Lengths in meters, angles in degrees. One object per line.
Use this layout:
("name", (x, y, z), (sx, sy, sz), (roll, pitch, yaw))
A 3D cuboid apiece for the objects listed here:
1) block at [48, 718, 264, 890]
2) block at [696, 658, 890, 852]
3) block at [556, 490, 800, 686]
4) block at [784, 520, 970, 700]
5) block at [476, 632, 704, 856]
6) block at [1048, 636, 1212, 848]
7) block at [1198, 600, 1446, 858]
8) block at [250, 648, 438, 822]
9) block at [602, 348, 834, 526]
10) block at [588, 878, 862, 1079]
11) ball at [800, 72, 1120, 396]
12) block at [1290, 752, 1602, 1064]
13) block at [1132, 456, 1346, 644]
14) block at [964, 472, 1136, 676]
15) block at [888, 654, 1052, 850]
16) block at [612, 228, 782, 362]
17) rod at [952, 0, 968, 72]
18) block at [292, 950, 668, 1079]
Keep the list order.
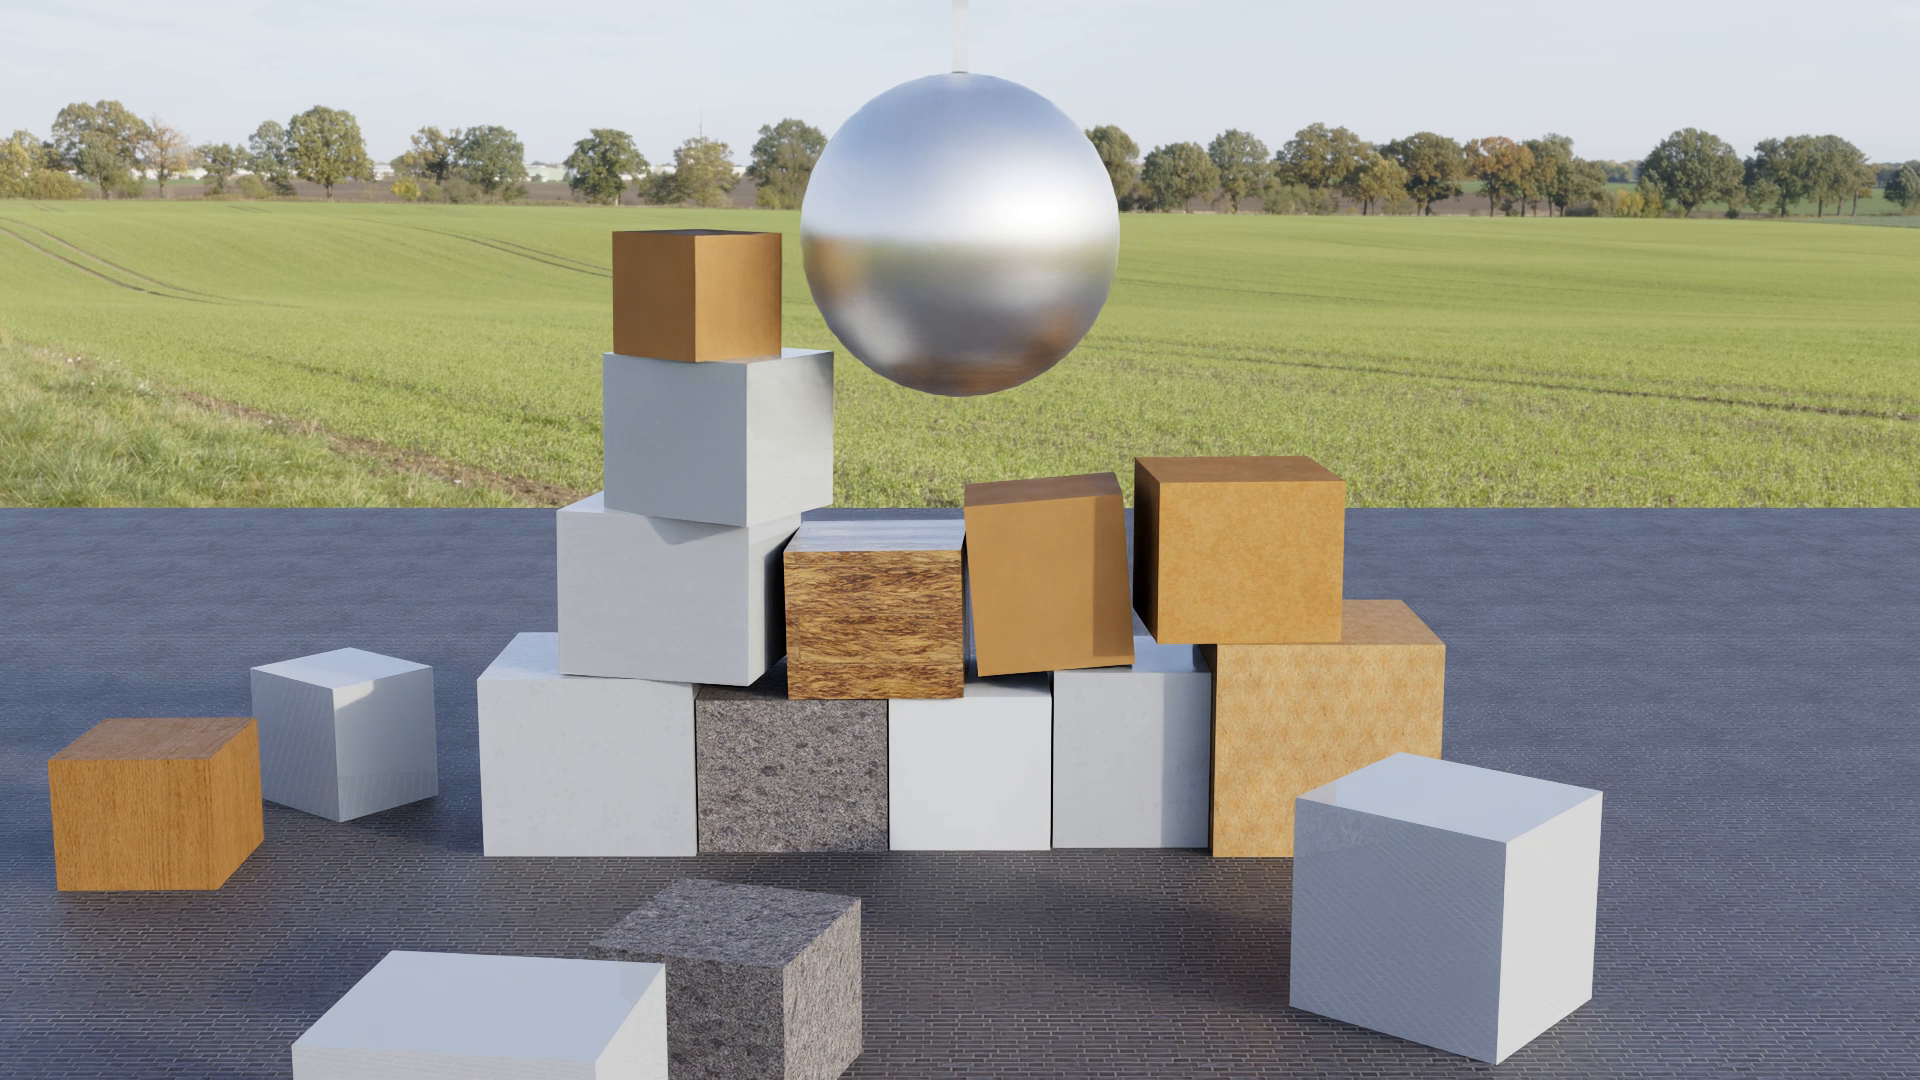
("block", (-3.908, 1.278, 10.746), (0.754, 0.641, 0.762), (0, 10, -1))
("block", (-0.832, 1.093, 11.376), (0.941, 0.779, 0.930), (0, 10, 0))
("block", (-1.402, 0.201, 11.133), (0.971, 0.813, 0.953), (3, 10, 11))
("block", (-0.403, 0.340, 11.213), (0.867, 0.743, 0.869), (-1, 10, 3))
("block", (-1.839, 1.033, 11.360), (1.051, 0.903, 1.046), (0, 10, 0))
("block", (0.855, 1.029, 11.383), (0.780, 0.902, 0.822), (0, 10, 0))
("block", (1.810, 0.946, 11.347), (1.113, 1.078, 1.076), (0, 10, 0))
("block", (-3.320, 1.036, 11.869), (0.733, 0.716, 0.636), (8, 13, 38))
("block", (-1.180, -0.539, 10.806), (0.822, 0.768, 0.795), (6, 12, 26))
("block", (-0.866, 1.732, 8.278), (0.764, 0.630, 0.783), (3, 11, 18))
("ball", (0.000, -1.516, 10.965), (1.600, 1.600, 1.600), (0, 10, 0))
("block", (1.986, 1.469, 8.997), (0.921, 0.890, 0.869), (8, 13, 39))
("block", (1.389, 0.034, 11.121), (0.907, 0.797, 0.873), (-1, 10, -4))
("block", (0.450, 0.161, 11.233), (0.784, 0.859, 0.728), (-5, 10, 2))
("block", (0.050, 1.085, 11.395), (0.804, 0.789, 0.911), (0, 10, 0))
("block", (-1.262, -1.188, 10.590), (0.536, 0.582, 0.610), (9, 13, 35))
("rod", (0.000, -4.855, 10.324), (0.080, 5.200, 0.080), (0, 11, 0))
("block", (-1.475, 1.863, 6.934), (0.930, 0.854, 0.785), (1, 10, 7))
